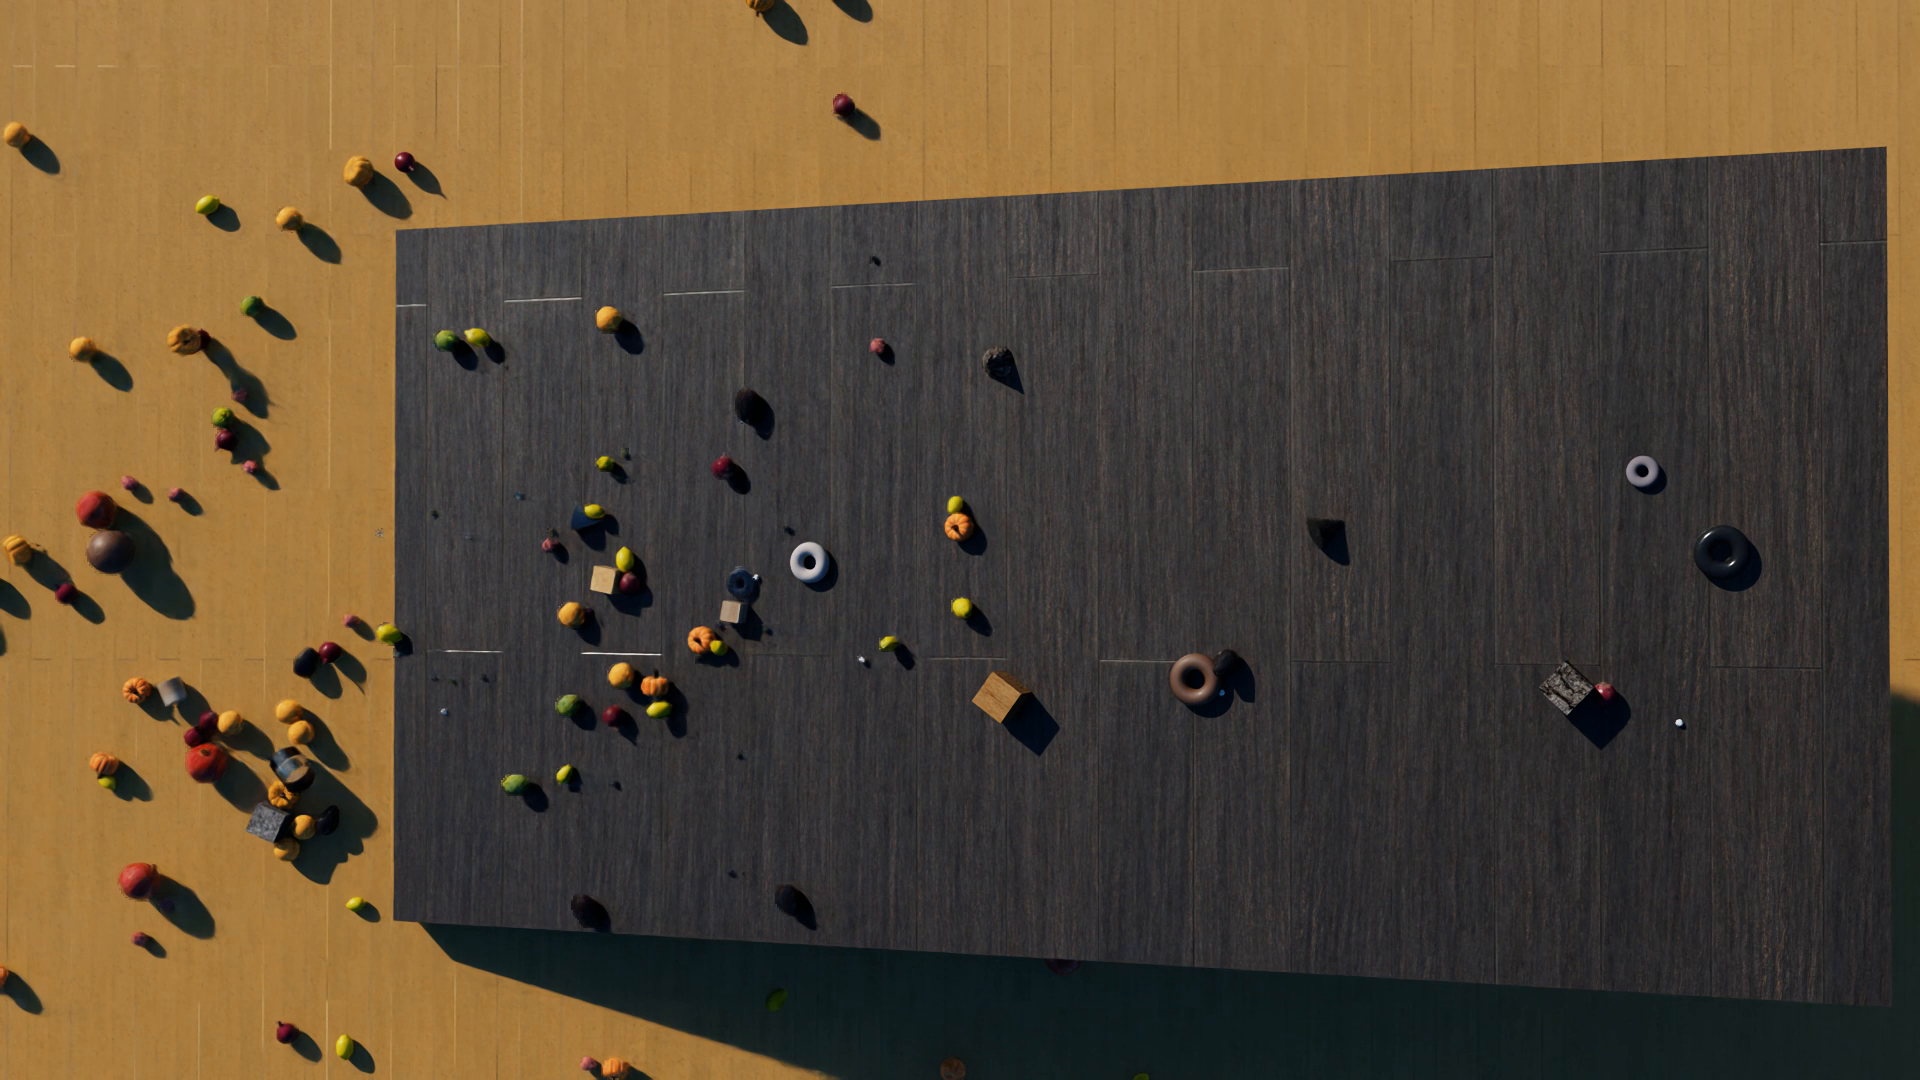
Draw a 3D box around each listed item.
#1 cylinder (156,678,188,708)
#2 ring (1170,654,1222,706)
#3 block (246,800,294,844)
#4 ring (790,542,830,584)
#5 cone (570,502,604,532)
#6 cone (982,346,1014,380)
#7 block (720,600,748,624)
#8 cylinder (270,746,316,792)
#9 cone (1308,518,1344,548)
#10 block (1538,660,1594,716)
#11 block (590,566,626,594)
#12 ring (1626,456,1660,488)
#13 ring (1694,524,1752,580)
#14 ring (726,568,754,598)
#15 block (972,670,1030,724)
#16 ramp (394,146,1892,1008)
[{"bbox_3d":[-2.301,0.445,6.425,0.068,0.068,0.068,-24,89,0],"label":"cylinder"},{"bbox_3d":[0.601,0.357,5.599,0.137,0.046,0.137,0,91,19],"label":"ring"},{"bbox_3d":[-2.011,0.821,6.409,0.088,0.088,0.088,25,89,0],"label":"block"},{"bbox_3d":[-0.405,0.061,5.941,0.112,0.037,0.112,0,90,17],"label":"ring"},{"bbox_3d":[-1.039,-0.060,6.152,0.087,0.087,0.087,9,89,-8],"label":"cone"},{"bbox_3d":[0.086,-0.468,5.758,0.090,0.090,0.090,0,89,18],"label":"cone"},{"bbox_3d":[-0.616,0.196,6.000,0.054,0.054,0.054,10,92,18],"label":"block"},{"bbox_3d":[-1.938,0.667,6.389,0.096,0.096,0.096,-49,56,-1],"label":"cylinder"},{"bbox_3d":[0.925,-0.033,5.502,0.083,0.083,0.083,-21,89,-10],"label":"cone"},{"bbox_3d":[1.460,0.354,5.290,0.092,0.092,0.092,44,102,14],"label":"block"},{"bbox_3d":[-0.978,0.111,6.114,0.067,0.067,0.067,12,93,18],"label":"block"},{"bbox_3d":[1.638,-0.164,5.273,0.078,0.026,0.078,0,91,22],"label":"ring"},{"bbox_3d":[1.805,0.029,5.206,0.131,0.044,0.131,0,91,18],"label":"ring"},{"bbox_3d":[-0.601,0.118,6.011,0.080,0.027,0.080,0,91,18],"label":"ring"},{"bbox_3d":[0.109,0.408,5.735,0.096,0.096,0.096,37,100,15],"label":"block"},{"bbox_3d":[0.277,0.092,5.787,4.000,0.100,2.000,0,89,18],"label":"ramp"}]
